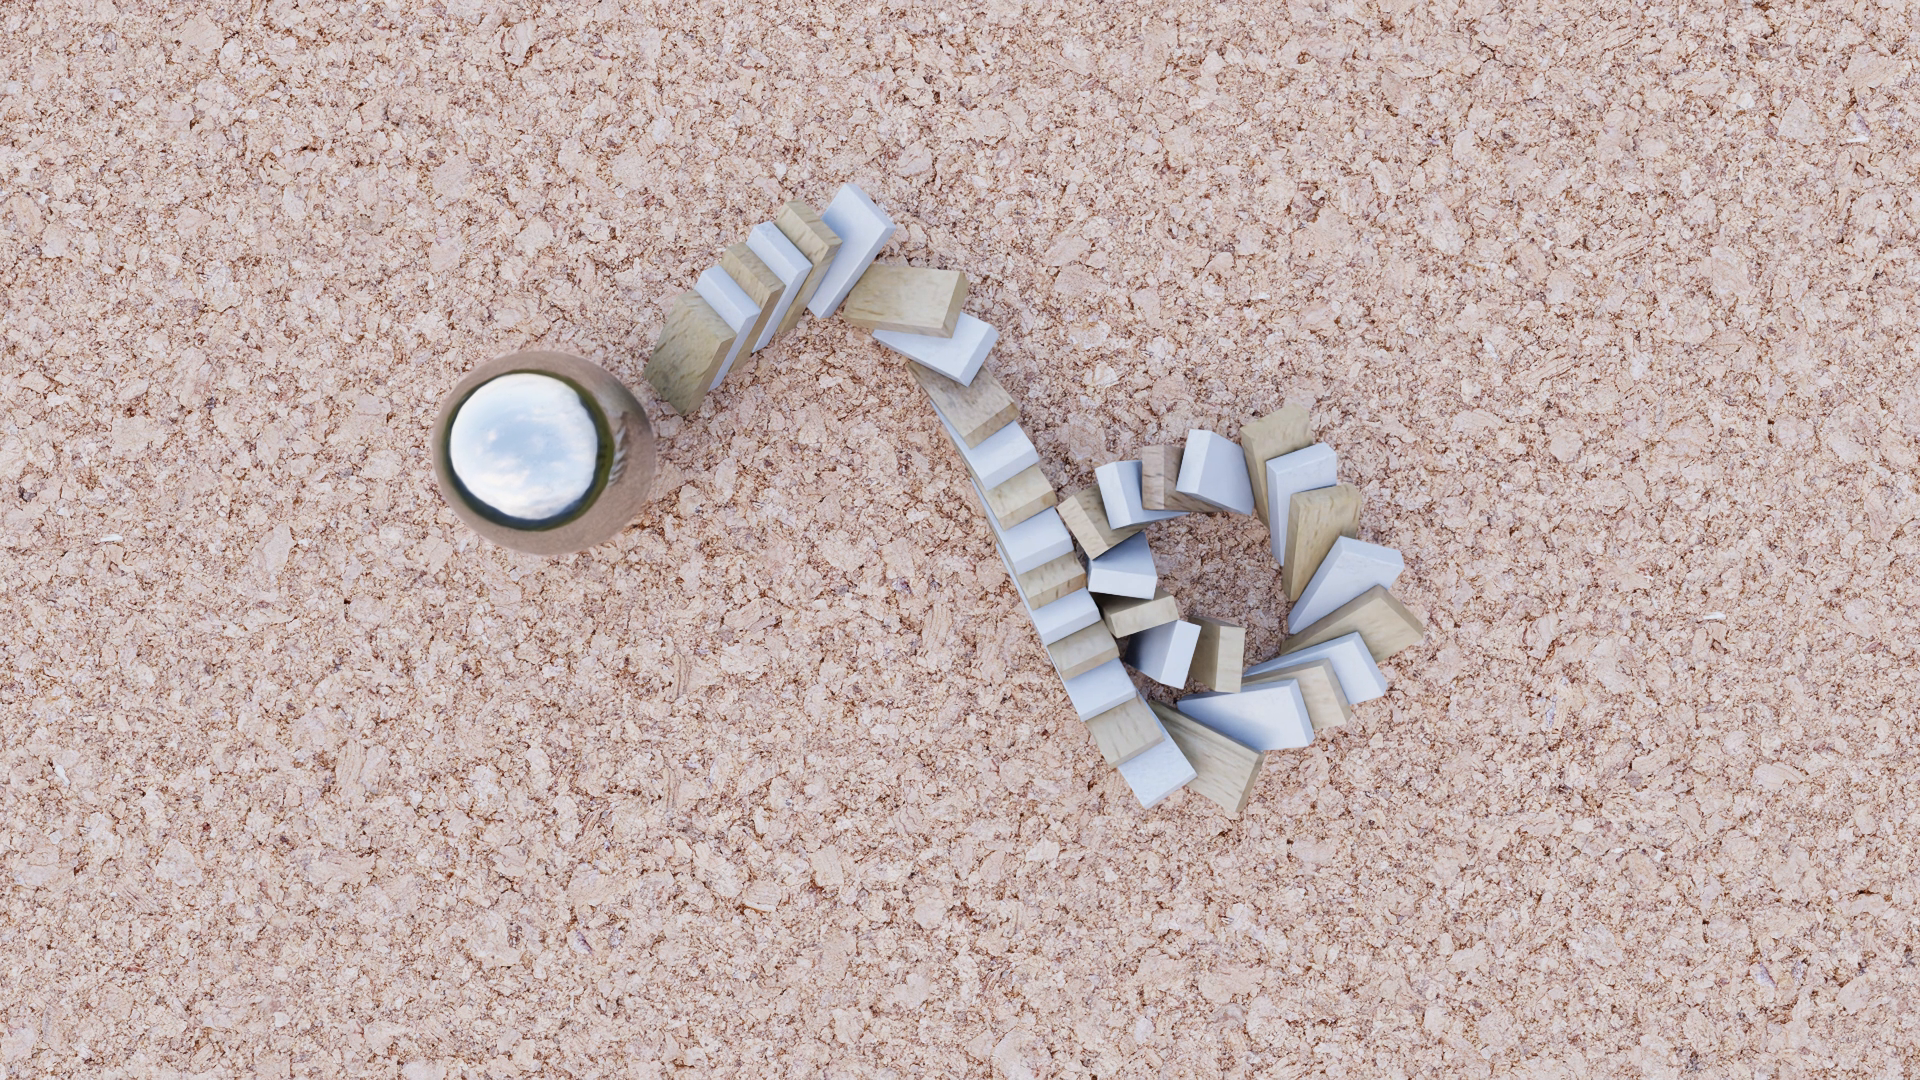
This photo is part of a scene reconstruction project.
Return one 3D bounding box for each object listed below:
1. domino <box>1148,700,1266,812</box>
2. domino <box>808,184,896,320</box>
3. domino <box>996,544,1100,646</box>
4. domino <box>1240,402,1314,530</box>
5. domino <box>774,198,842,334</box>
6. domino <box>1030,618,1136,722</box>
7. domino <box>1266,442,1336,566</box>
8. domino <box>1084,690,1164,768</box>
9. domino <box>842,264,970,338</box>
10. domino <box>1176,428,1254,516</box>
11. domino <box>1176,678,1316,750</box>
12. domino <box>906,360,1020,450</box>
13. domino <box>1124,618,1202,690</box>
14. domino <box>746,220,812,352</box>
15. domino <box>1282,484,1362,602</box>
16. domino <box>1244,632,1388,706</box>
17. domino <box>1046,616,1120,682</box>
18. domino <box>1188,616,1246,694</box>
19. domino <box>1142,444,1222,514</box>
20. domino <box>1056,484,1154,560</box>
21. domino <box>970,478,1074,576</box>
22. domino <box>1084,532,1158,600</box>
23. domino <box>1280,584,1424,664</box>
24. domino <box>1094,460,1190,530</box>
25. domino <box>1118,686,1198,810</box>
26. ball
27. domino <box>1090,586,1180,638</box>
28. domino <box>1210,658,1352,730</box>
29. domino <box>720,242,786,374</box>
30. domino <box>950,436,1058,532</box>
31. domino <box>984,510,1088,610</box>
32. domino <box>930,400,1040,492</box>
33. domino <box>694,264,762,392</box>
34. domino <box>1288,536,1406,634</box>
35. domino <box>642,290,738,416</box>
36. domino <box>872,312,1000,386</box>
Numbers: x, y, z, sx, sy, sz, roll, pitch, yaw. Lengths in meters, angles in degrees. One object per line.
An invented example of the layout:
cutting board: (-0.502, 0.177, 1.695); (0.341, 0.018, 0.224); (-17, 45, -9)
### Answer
domino: (0.098, 0.089, 0.380); (0.050, 0.009, 0.025); (24, 95, 38)
domino: (-0.051, -0.120, 0.383); (0.025, 0.010, 0.050); (48, 119, 4)
domino: (0.036, 0.017, 0.381); (0.025, 0.010, 0.050); (-25, 52, 0)
domino: (0.134, -0.030, 0.381); (0.025, 0.010, 0.050); (-26, 126, 0)
domino: (-0.070, -0.112, 0.379); (0.025, 0.010, 0.050); (45, 132, 1)
domino: (0.051, 0.048, 0.383); (0.025, 0.009, 0.050); (-25, 60, 0)
domino: (0.142, -0.014, 0.381); (0.025, 0.009, 0.050); (-19, 128, 0)
domino: (0.061, 0.067, 0.383); (0.025, 0.009, 0.050); (-29, 60, 3)
domino: (-0.023, -0.100, 0.383); (0.050, 0.009, 0.025); (14, 83, 28)
domino: (0.108, -0.027, 0.378); (0.009, 0.050, 0.025); (13, 90, 43)
domino: (0.118, 0.074, 0.381); (0.050, 0.009, 0.025); (-18, 90, 39)
domino: (0.001, -0.063, 0.382); (0.025, 0.009, 0.050); (-35, 57, 0)
domino: (0.082, 0.043, 0.375); (0.010, 0.050, 0.025); (16, 90, -6)
domino: (-0.082, -0.104, 0.379); (0.025, 0.010, 0.050); (46, 135, 0)
domino: (0.150, 0.002, 0.381); (0.025, 0.010, 0.050); (-10, 127, 0)
domino: (0.147, 0.059, 0.381); (0.050, 0.009, 0.025); (-29, 90, 39)
domino: (0.044, 0.031, 0.382); (0.025, 0.010, 0.050); (-25, 54, 0)
domino: (0.103, 0.046, 0.375); (0.009, 0.050, 0.025); (5, 90, 0)
domino: (0.092, -0.024, 0.378); (0.009, 0.050, 0.025); (0, 90, 42)
domino: (0.062, -0.011, 0.376); (0.010, 0.050, 0.025); (-38, 81, 37)
domino: (0.025, -0.011, 0.381); (0.025, 0.009, 0.050); (-25, 52, -1)
domino: (0.065, 0.008, 0.374); (0.025, 0.050, 0.010); (8, 111, 3)
domino: (0.161, 0.042, 0.380); (0.025, 0.009, 0.050); (42, 129, -5)
domino: (0.076, -0.020, 0.377); (0.009, 0.050, 0.025); (-18, 84, 40)
domino: (0.073, 0.083, 0.383); (0.025, 0.009, 0.050); (-35, 59, 3)
ball: (-0.161, -0.034, 0.360); (0.080, 0.080, 0.080); (0, 90, 0)
domino: (0.070, 0.027, 0.375); (0.025, 0.050, 0.009); (-17, 95, 0)
domino: (0.133, 0.067, 0.381); (0.050, 0.010, 0.025); (-23, 90, 39)
domino: (-0.093, -0.095, 0.379); (0.025, 0.009, 0.050); (46, 135, 1)
domino: (0.018, -0.030, 0.382); (0.025, 0.010, 0.050); (-29, 55, 0)
domino: (0.031, 0.003, 0.381); (0.025, 0.010, 0.050); (-25, 52, -1)
domino: (0.010, -0.046, 0.382); (0.025, 0.009, 0.050); (-31, 56, 0)
domino: (-0.103, -0.086, 0.379); (0.025, 0.010, 0.050); (47, 135, -1)
domino: (0.159, 0.022, 0.379); (0.025, 0.010, 0.050); (14, 133, 0)
domino: (-0.112, -0.076, 0.379); (0.025, 0.009, 0.050); (46, 135, 0)
domino: (-0.011, -0.086, 0.384); (0.050, 0.009, 0.025); (31, 90, 29)
